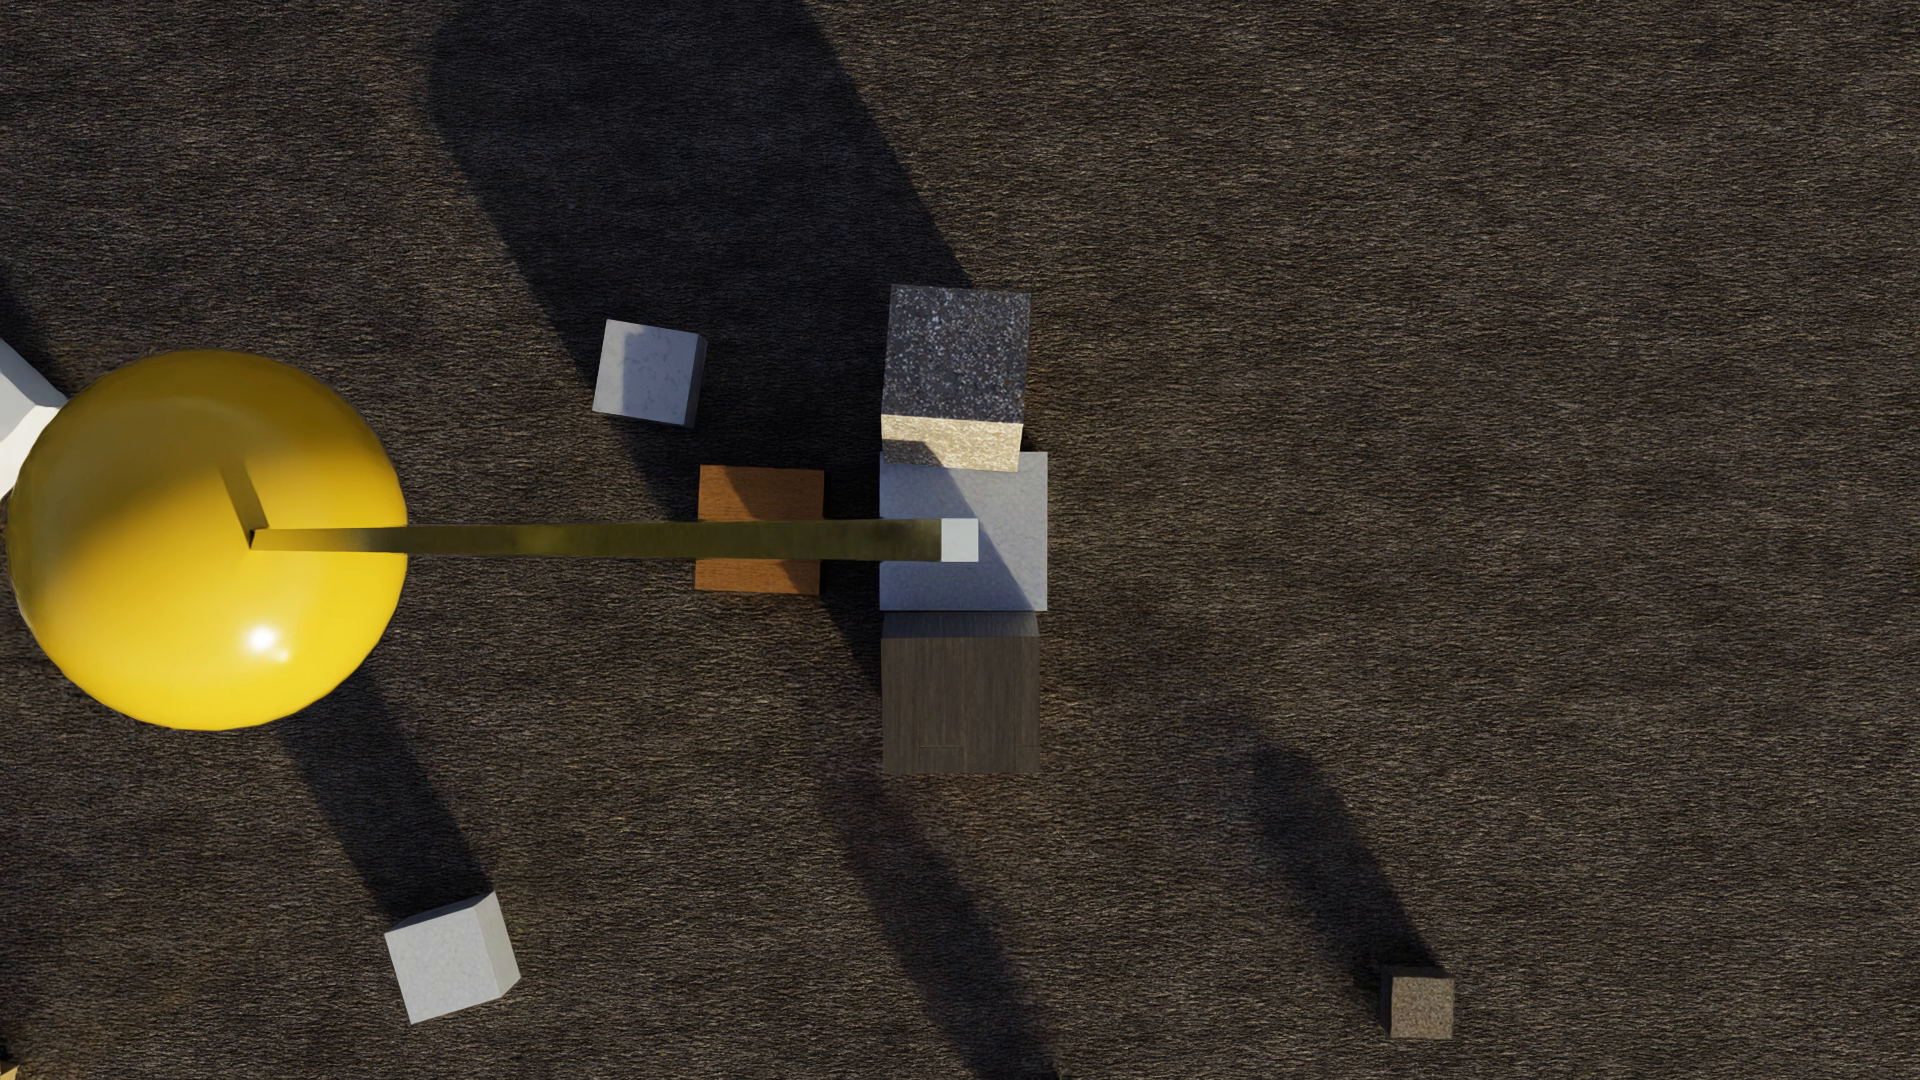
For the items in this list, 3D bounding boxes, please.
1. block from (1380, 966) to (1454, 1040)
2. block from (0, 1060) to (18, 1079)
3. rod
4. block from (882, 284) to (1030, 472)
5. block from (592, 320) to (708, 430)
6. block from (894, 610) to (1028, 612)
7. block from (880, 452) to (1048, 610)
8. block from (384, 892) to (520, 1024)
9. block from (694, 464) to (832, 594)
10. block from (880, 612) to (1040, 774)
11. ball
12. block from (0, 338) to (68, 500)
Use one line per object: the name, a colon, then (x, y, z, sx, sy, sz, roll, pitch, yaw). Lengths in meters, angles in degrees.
block: (2.662, 2.695, 12.831, 0.354, 0.338, 0.347, 2, 90, 0)
block: (-5.948, 3.281, 12.708, 0.631, 0.584, 0.556, 17, 90, 0)
rod: (-1.354, 0.000, 6.294, 0.080, 5.200, 0.080, 0, 90, -31)
block: (-0.023, -0.862, 11.833, 0.736, 0.730, 0.740, 4, 72, 0)
block: (-1.792, -0.955, 12.759, 0.527, 0.481, 0.527, 9, 90, 0)
block: (0.005, 0.763, 12.608, 0.739, 0.783, 0.732, 0, 90, 0)
block: (0.019, -0.049, 12.550, 0.921, 0.900, 0.874, 0, 90, 0)
block: (-2.927, 2.407, 12.720, 0.532, 0.559, 0.536, -17, 90, 0)
block: (-1.122, -0.058, 12.658, 0.697, 0.684, 0.698, 3, 90, 0)
block: (0.004, 0.810, 11.826, 0.825, 0.670, 0.729, -1, 100, 0)
ball: (-3.124, 0.000, 9.197, 1.600, 1.600, 1.600, 0, 90, 0)
block: (-5.729, -0.720, 12.678, 0.741, 0.645, 0.781, 43, 90, 0)
